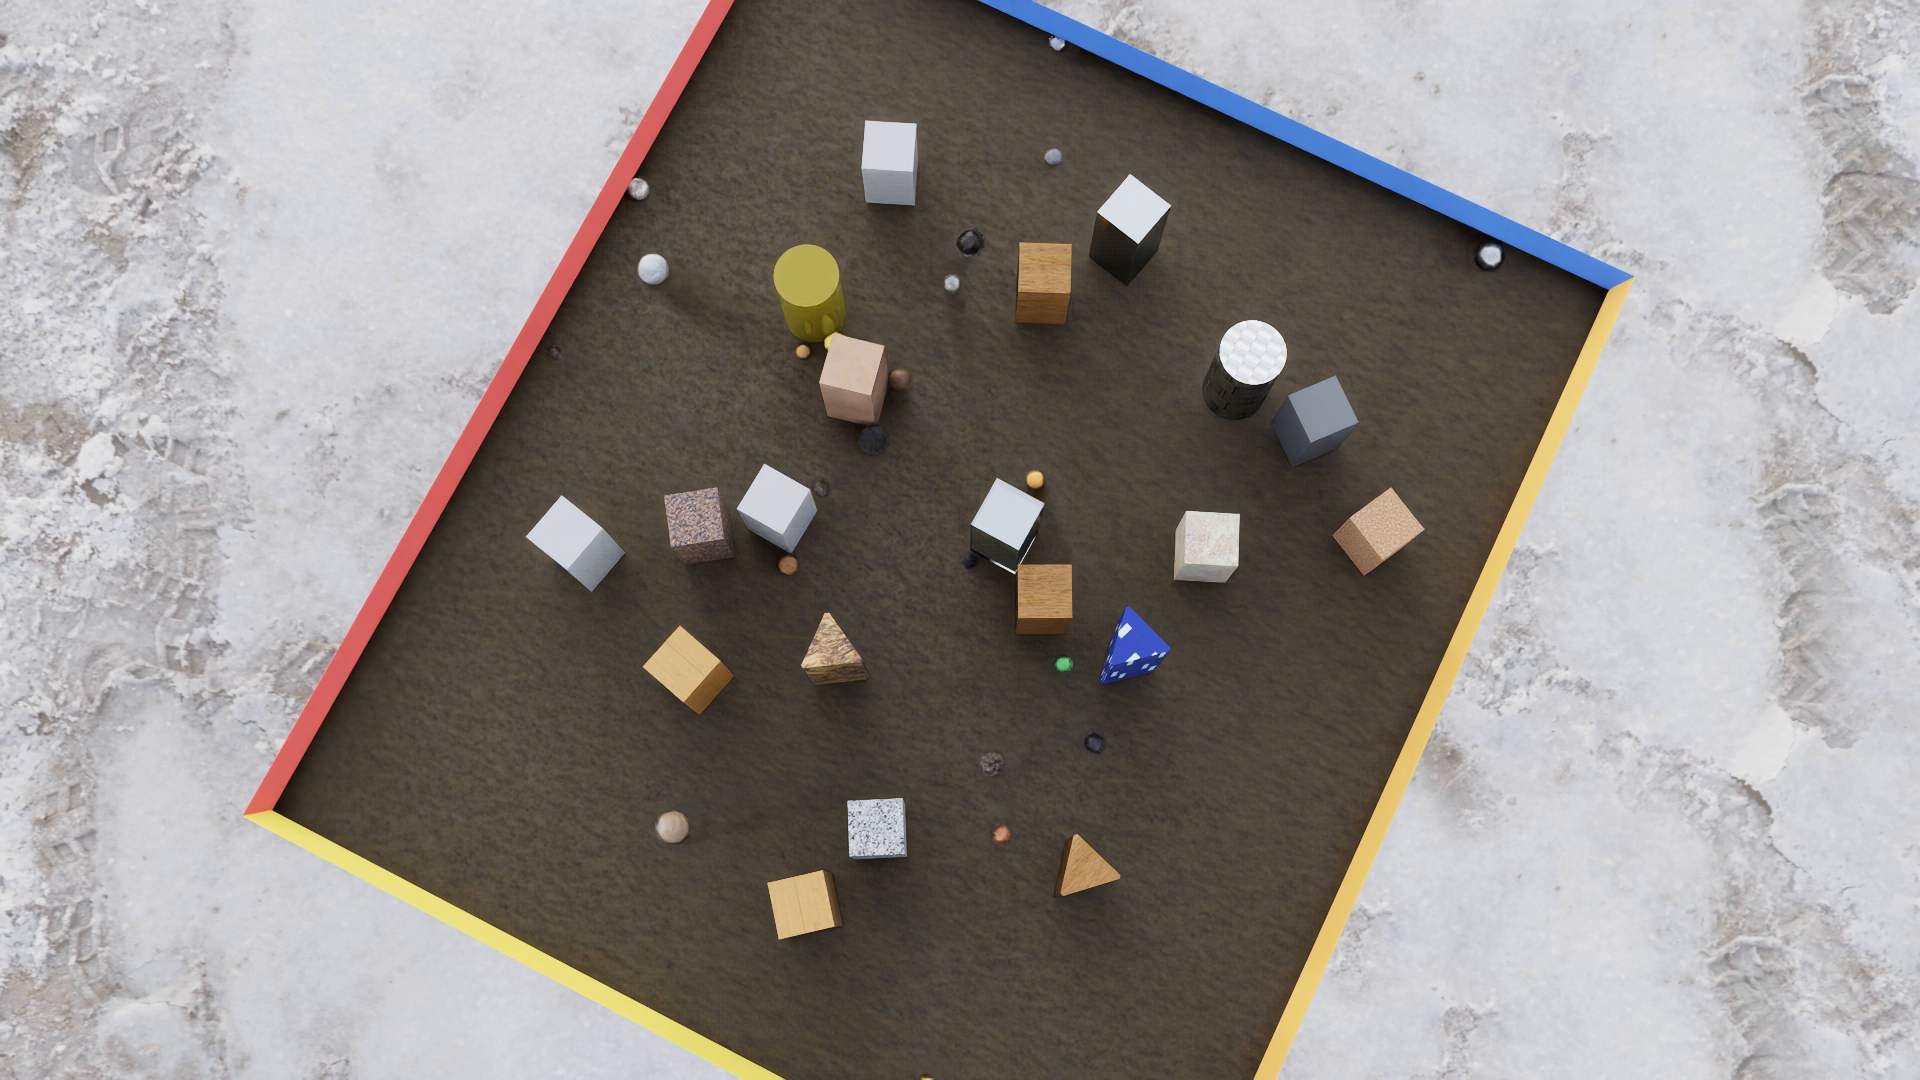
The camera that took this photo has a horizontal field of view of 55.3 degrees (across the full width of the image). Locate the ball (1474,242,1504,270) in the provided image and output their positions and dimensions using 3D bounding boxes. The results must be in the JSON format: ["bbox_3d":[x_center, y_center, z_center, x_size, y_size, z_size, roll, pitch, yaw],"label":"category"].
[{"bbox_3d":[1.662,-0.892,5.755,0.091,0.091,0.091,0,78,0],"label":"ball"}]

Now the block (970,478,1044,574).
[{"bbox_3d":[0.137,-0.037,5.434,0.156,0.373,0.156,28,80,6],"label":"block"}]

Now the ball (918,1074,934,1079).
[{"bbox_3d":[-0.098,1.563,5.268,0.049,0.049,0.049,0,78,0],"label":"ball"}]

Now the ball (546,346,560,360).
[{"bbox_3d":[-1.268,-0.585,5.715,0.044,0.044,0.044,0,78,0],"label":"ball"}]

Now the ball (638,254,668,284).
[{"bbox_3d":[-0.961,-0.849,5.743,0.096,0.096,0.096,0,78,0],"label":"ball"}]

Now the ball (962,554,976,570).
[{"bbox_3d":[0.028,0.065,5.579,0.047,0.047,0.047,0,78,0],"label":"ball"}]

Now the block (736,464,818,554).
[{"bbox_3d":[-0.545,-0.091,5.490,0.156,0.284,0.156,29,80,6],"label":"block"}]

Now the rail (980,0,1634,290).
[{"bbox_3d":[0.736,-1.436,5.848,2.993,0.126,0.045,26,80,5],"label":"rail"}]

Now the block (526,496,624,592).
[{"bbox_3d":[-1.135,0.015,5.430,0.156,0.358,0.156,38,81,7],"label":"block"}]

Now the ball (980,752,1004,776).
[{"bbox_3d":[0.095,0.665,5.442,0.072,0.072,0.072,0,78,0],"label":"ball"}]

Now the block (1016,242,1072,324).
[{"bbox_3d":[0.255,-0.786,5.632,0.156,0.288,0.156,2,78,0],"label":"block"}]

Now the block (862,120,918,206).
[{"bbox_3d":[-0.217,-1.174,5.722,0.156,0.270,0.156,4,78,1],"label":"block"}]

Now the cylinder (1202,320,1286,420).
[{"bbox_3d":[0.853,-0.507,5.523,0.195,0.389,0.195,0,78,0],"label":"cylinder"}]

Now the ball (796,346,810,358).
[{"bbox_3d":[-0.489,-0.587,5.717,0.042,0.042,0.042,0,78,0],"label":"ball"}]

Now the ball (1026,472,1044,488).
[{"bbox_3d":[0.231,-0.183,5.628,0.051,0.051,0.051,0,78,0],"label":"ball"}]

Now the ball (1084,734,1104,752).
[{"bbox_3d":[0.401,0.605,5.462,0.058,0.058,0.058,0,78,0],"label":"ball"}]

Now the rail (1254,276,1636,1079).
[{"bbox_3d":[1.317,0.652,5.416,0.045,0.126,3.341,26,80,5],"label":"rail"}]

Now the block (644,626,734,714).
[{"bbox_3d":[-0.791,0.385,5.368,0.156,0.331,0.156,40,81,8],"label":"block"}]

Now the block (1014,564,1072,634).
[{"bbox_3d":[0.245,0.178,5.427,0.156,0.298,0.156,0,78,0],"label":"block"}]

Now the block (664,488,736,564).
[{"bbox_3d":[-0.777,-0.039,5.485,0.156,0.274,0.156,-9,78,-2],"label":"block"}]

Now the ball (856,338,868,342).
[{"bbox_3d":[-0.318,-0.578,5.687,0.097,0.097,0.097,0,78,0],"label":"ball"}]

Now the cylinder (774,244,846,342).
[{"bbox_3d":[-0.455,-0.750,5.598,0.195,0.340,0.195,0,78,0],"label":"cylinder"}]

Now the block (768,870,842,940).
[{"bbox_3d":[-0.438,1.040,5.217,0.156,0.360,0.156,-13,79,-3],"label":"block"}]

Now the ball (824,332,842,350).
[{"bbox_3d":[-0.388,-0.612,5.710,0.066,0.066,0.066,0,78,0],"label":"ball"}]

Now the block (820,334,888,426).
[{"bbox_3d":[-0.316,-0.477,5.531,0.156,0.361,0.156,14,79,3],"label":"block"}]

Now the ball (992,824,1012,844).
[{"bbox_3d":[0.123,0.867,5.409,0.055,0.055,0.055,0,78,0],"label":"ball"}]

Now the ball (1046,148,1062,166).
[{"bbox_3d":[0.297,-1.222,5.843,0.051,0.051,0.051,0,78,0],"label":"ball"}]

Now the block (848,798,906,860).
[{"bbox_3d":[-0.238,0.839,5.314,0.156,0.251,0.156,-3,78,-1],"label":"block"}]

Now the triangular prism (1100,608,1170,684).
[{"bbox_3d":[0.487,0.300,5.331,0.169,0.437,0.146,-13,79,-3],"label":"triangular prism"}]

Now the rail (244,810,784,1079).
[{"bbox_3d":[-0.736,1.449,5.251,2.993,0.126,0.045,26,80,5],"label":"rail"}]

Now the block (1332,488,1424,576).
[{"bbox_3d":[1.251,-0.023,5.492,0.156,0.253,0.156,-35,80,-7],"label":"block"}]

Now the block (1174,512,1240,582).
[{"bbox_3d":[0.735,0.023,5.476,0.156,0.266,0.156,3,78,1],"label":"block"}]

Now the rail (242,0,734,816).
[{"bbox_3d":[-1.317,-0.638,5.683,0.045,0.126,3.341,26,80,5],"label":"rail"}]

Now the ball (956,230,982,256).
[{"bbox_3d":[0.030,-0.934,5.769,0.080,0.080,0.080,0,78,0],"label":"ball"}]

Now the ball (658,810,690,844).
[{"bbox_3d":[-0.844,0.845,5.393,0.094,0.094,0.094,0,78,0],"label":"ball"}]

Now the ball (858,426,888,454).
[{"bbox_3d":[-0.267,-0.308,5.635,0.089,0.089,0.089,0,78,0],"label":"ball"}]

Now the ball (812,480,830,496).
[{"bbox_3d":[-0.427,-0.159,5.623,0.052,0.052,0.052,0,78,0],"label":"ball"}]

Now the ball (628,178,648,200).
[{"bbox_3d":[-1.021,-1.113,5.812,0.067,0.067,0.067,0,78,0],"label":"ball"}]

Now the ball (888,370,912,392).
[{"bbox_3d":[-0.186,-0.493,5.681,0.073,0.073,0.073,0,78,0],"label":"ball"}]

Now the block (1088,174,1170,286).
[{"bbox_3d":[0.517,-0.945,5.621,0.156,0.373,0.156,39,81,7],"label":"block"}]

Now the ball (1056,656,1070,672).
[{"bbox_3d":[0.309,0.374,5.517,0.044,0.044,0.044,0,78,0],"label":"ball"}]

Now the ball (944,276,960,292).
[{"bbox_3d":[-0.024,-0.804,5.759,0.047,0.047,0.047,0,78,0],"label":"ball"}]

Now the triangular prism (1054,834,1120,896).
[{"bbox_3d":[0.339,0.919,5.229,0.169,0.386,0.146,-16,79,-3],"label":"triangular prism"}]

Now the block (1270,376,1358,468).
[{"bbox_3d":[1.068,-0.355,5.535,0.156,0.303,0.156,-23,79,-5],"label":"block"}]

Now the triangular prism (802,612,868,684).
[{"bbox_3d":[-0.369,0.315,5.356,0.169,0.382,0.146,-6,78,-1],"label":"triangular prism"}]

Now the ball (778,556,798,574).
[{"bbox_3d":[-0.522,0.076,5.571,0.059,0.059,0.059,0,78,0],"label":"ball"}]

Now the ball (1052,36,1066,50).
[{"bbox_3d":[0.317,-1.607,5.926,0.045,0.045,0.045,0,78,0],"label":"ball"}]
